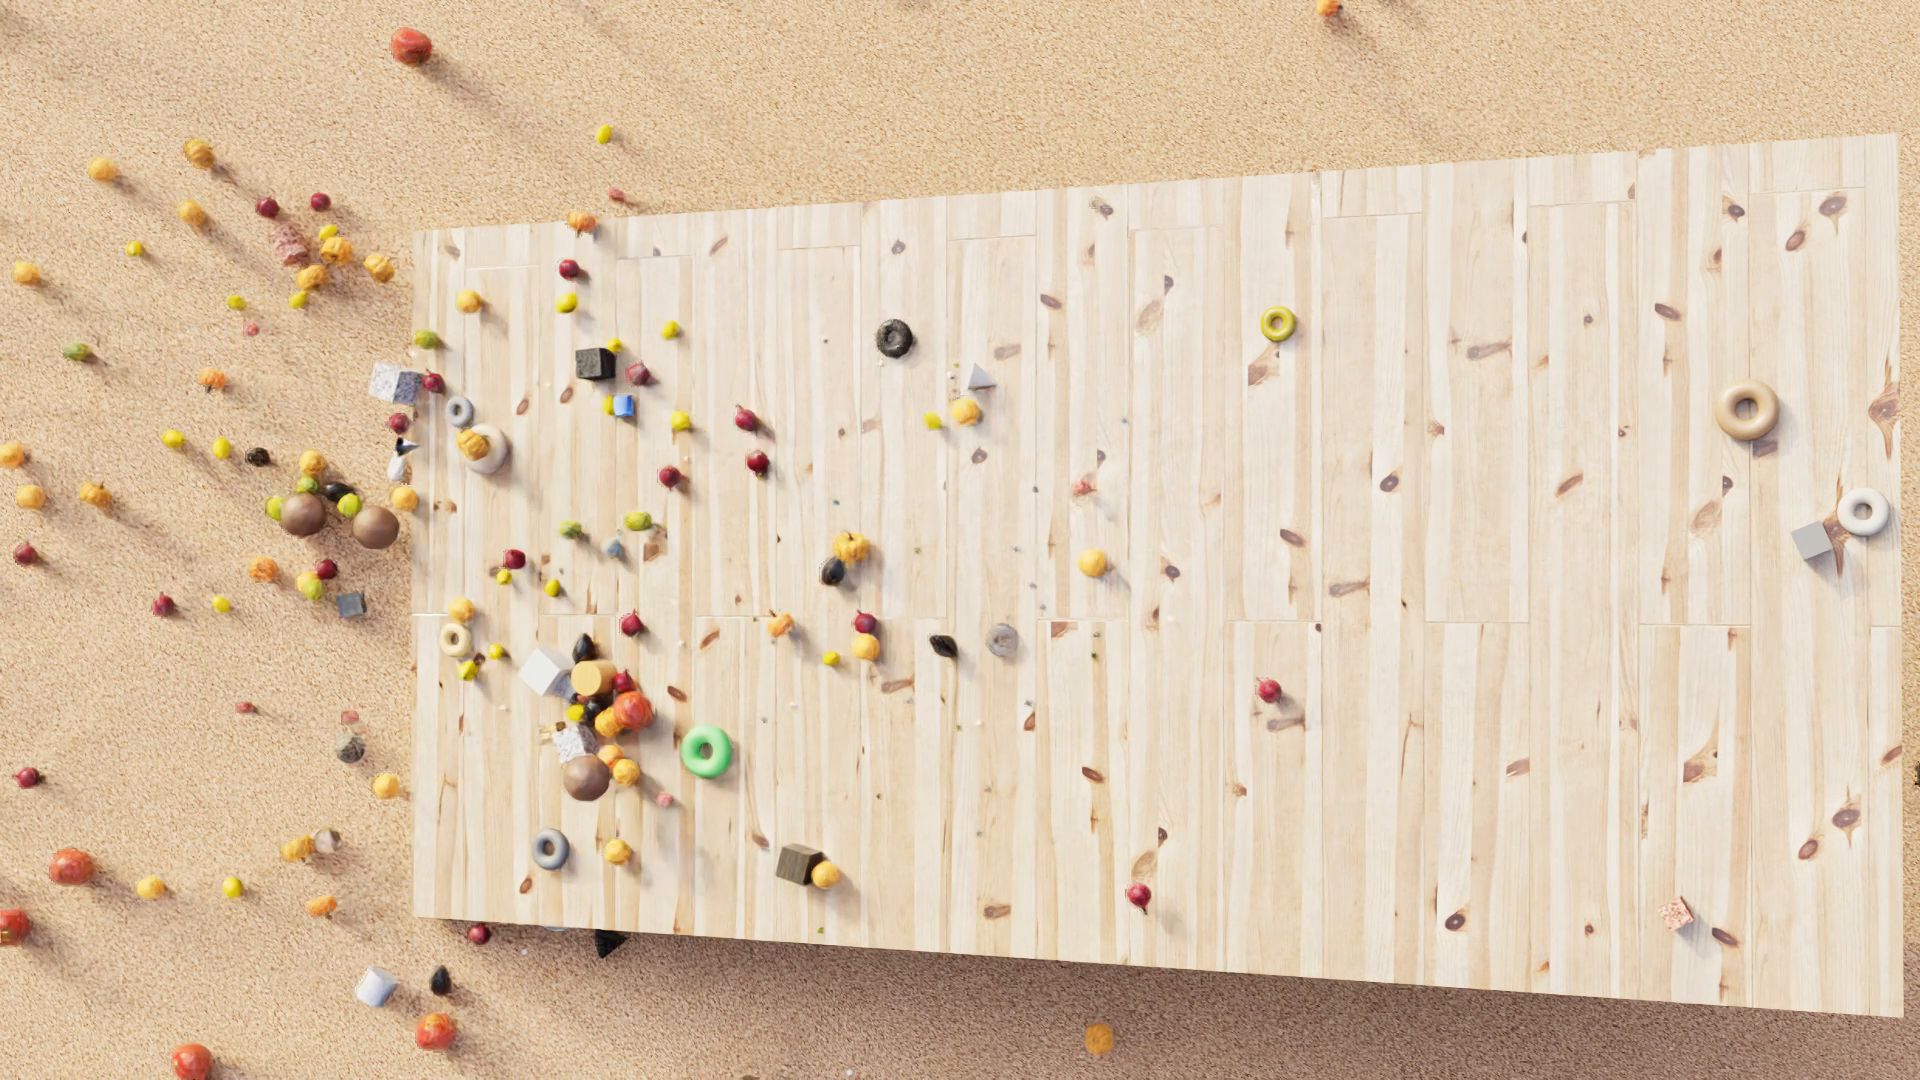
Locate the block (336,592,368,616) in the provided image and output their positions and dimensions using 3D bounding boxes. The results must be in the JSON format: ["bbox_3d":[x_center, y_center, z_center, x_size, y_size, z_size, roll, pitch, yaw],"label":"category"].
[{"bbox_3d":[-1.792,0.190,6.481,0.064,0.064,0.064,-9,89,0],"label":"block"}]

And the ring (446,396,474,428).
[{"bbox_3d":[-1.445,-0.370,6.350,0.092,0.031,0.092,0,90,23],"label":"ring"}]

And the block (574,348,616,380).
[{"bbox_3d":[-1.022,-0.493,6.161,0.079,0.079,0.079,-5,88,21],"label":"block"}]

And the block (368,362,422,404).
[{"bbox_3d":[-1.641,-0.456,6.395,0.096,0.096,0.096,19,98,27],"label":"block"}]

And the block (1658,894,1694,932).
[{"bbox_3d":[1.665,0.868,5.114,0.057,0.057,0.057,-33,78,18],"label":"block"}]

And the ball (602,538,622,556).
[{"bbox_3d":[-0.974,0.020,6.147,0.054,0.054,0.054,0,89,0],"label":"ball"}]

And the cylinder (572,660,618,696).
[{"bbox_3d":[-1.020,0.384,6.141,0.095,0.095,0.095,0,89,21],"label":"cylinder"}]

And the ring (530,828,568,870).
[{"bbox_3d":[-1.160,0.874,6.219,0.120,0.040,0.120,-1,89,23],"label":"ring"}]

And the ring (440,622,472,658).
[{"bbox_3d":[-1.454,0.289,6.343,0.103,0.034,0.103,0,90,20],"label":"ring"}]

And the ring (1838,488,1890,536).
[{"bbox_3d":[2.050,-0.064,4.987,0.112,0.037,0.112,-1,89,22],"label":"ring"}]

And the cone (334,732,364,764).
[{"bbox_3d":[-1.807,0.614,6.461,0.092,0.092,0.092,0,89,0],"label":"cone"}]

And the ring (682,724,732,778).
[{"bbox_3d":[-0.695,0.579,6.037,0.149,0.050,0.149,0,90,21],"label":"ring"}]

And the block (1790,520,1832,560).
[{"bbox_3d":[1.941,0.001,5.011,0.070,0.070,0.070,-25,80,19],"label":"block"}]

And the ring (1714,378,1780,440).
[{"bbox_3d":[1.817,-0.301,5.075,0.144,0.048,0.144,0,90,21],"label":"ring"}]

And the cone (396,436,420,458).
[{"bbox_3d":[-1.605,-0.273,6.412,0.063,0.063,0.063,-1,89,1],"label":"cone"}]

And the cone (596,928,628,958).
[{"bbox_3d":[-1.017,1.181,6.480,0.091,0.091,0.091,-6,89,-27],"label":"cone"}]

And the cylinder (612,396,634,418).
[{"bbox_3d":[-0.940,-0.374,6.142,0.053,0.053,0.053,-7,87,0],"label":"cylinder"}]

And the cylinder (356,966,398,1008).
[{"bbox_3d":[-1.710,1.313,6.453,0.085,0.085,0.085,32,93,0],"label":"cylinder"}]

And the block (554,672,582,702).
[{"bbox_3d":[-1.094,0.415,6.189,0.059,0.059,0.059,41,103,17],"label":"block"}]

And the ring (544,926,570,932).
[{"bbox_3d":[-1.184,1.082,6.478,0.142,0.047,0.142,0,88,0],"label":"ring"}]

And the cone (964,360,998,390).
[{"bbox_3d":[0.064,-0.418,5.762,0.082,0.082,0.082,21,89,4],"label":"cone"}]

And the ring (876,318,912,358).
[{"bbox_3d":[-0.177,-0.537,5.858,0.105,0.035,0.105,0,90,20],"label":"ring"}]

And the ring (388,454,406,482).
[{"bbox_3d":[-1.657,-0.215,6.477,0.031,0.093,0.093,17,89,-31],"label":"ring"}]

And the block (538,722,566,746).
[{"bbox_3d":[-1.147,0.546,6.210,0.055,0.055,0.055,-13,85,21],"label":"block"}]

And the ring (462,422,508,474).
[{"bbox_3d":[-1.363,-0.262,6.307,0.148,0.049,0.148,0,90,21],"label":"ring"}]

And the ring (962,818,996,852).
[{"bbox_3d":[0.052,0.775,5.767,0.091,0.030,0.091,-1,86,8],"label":"ring"}]

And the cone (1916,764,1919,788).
[{"bbox_3d":[2.839,0.687,6.492,0.062,0.062,0.062,-26,63,0],"label":"cone"}]

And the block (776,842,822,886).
[{"bbox_3d":[-0.433,0.871,5.913,0.084,0.084,0.084,15,95,21],"label":"block"}]

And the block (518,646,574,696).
[{"bbox_3d":[-1.160,0.369,6.194,0.097,0.097,0.097,41,103,17],"label":"block"}]

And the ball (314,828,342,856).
[{"bbox_3d":[-1.857,0.886,6.463,0.081,0.081,0.081,0,89,0],"label":"ball"}]

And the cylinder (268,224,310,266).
[{"bbox_3d":[-1.977,-0.871,6.481,0.091,0.091,0.091,-30,89,0],"label":"cylinder"}]

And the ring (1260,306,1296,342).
[{"bbox_3d":[0.793,-0.539,5.485,0.091,0.030,0.091,0,90,20],"label":"ring"}]

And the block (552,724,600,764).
[{"bbox_3d":[-1.076,0.570,6.166,0.084,0.084,0.084,-22,82,20],"label":"block"}]

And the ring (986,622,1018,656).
[{"bbox_3d":[0.109,0.260,5.740,0.090,0.030,0.090,0,90,21],"label":"ring"}]

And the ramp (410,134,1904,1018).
[{"bbox_3d":[0.282,0.088,5.744,4.000,0.100,2.000,0,89,21],"label":"ramp"}]
